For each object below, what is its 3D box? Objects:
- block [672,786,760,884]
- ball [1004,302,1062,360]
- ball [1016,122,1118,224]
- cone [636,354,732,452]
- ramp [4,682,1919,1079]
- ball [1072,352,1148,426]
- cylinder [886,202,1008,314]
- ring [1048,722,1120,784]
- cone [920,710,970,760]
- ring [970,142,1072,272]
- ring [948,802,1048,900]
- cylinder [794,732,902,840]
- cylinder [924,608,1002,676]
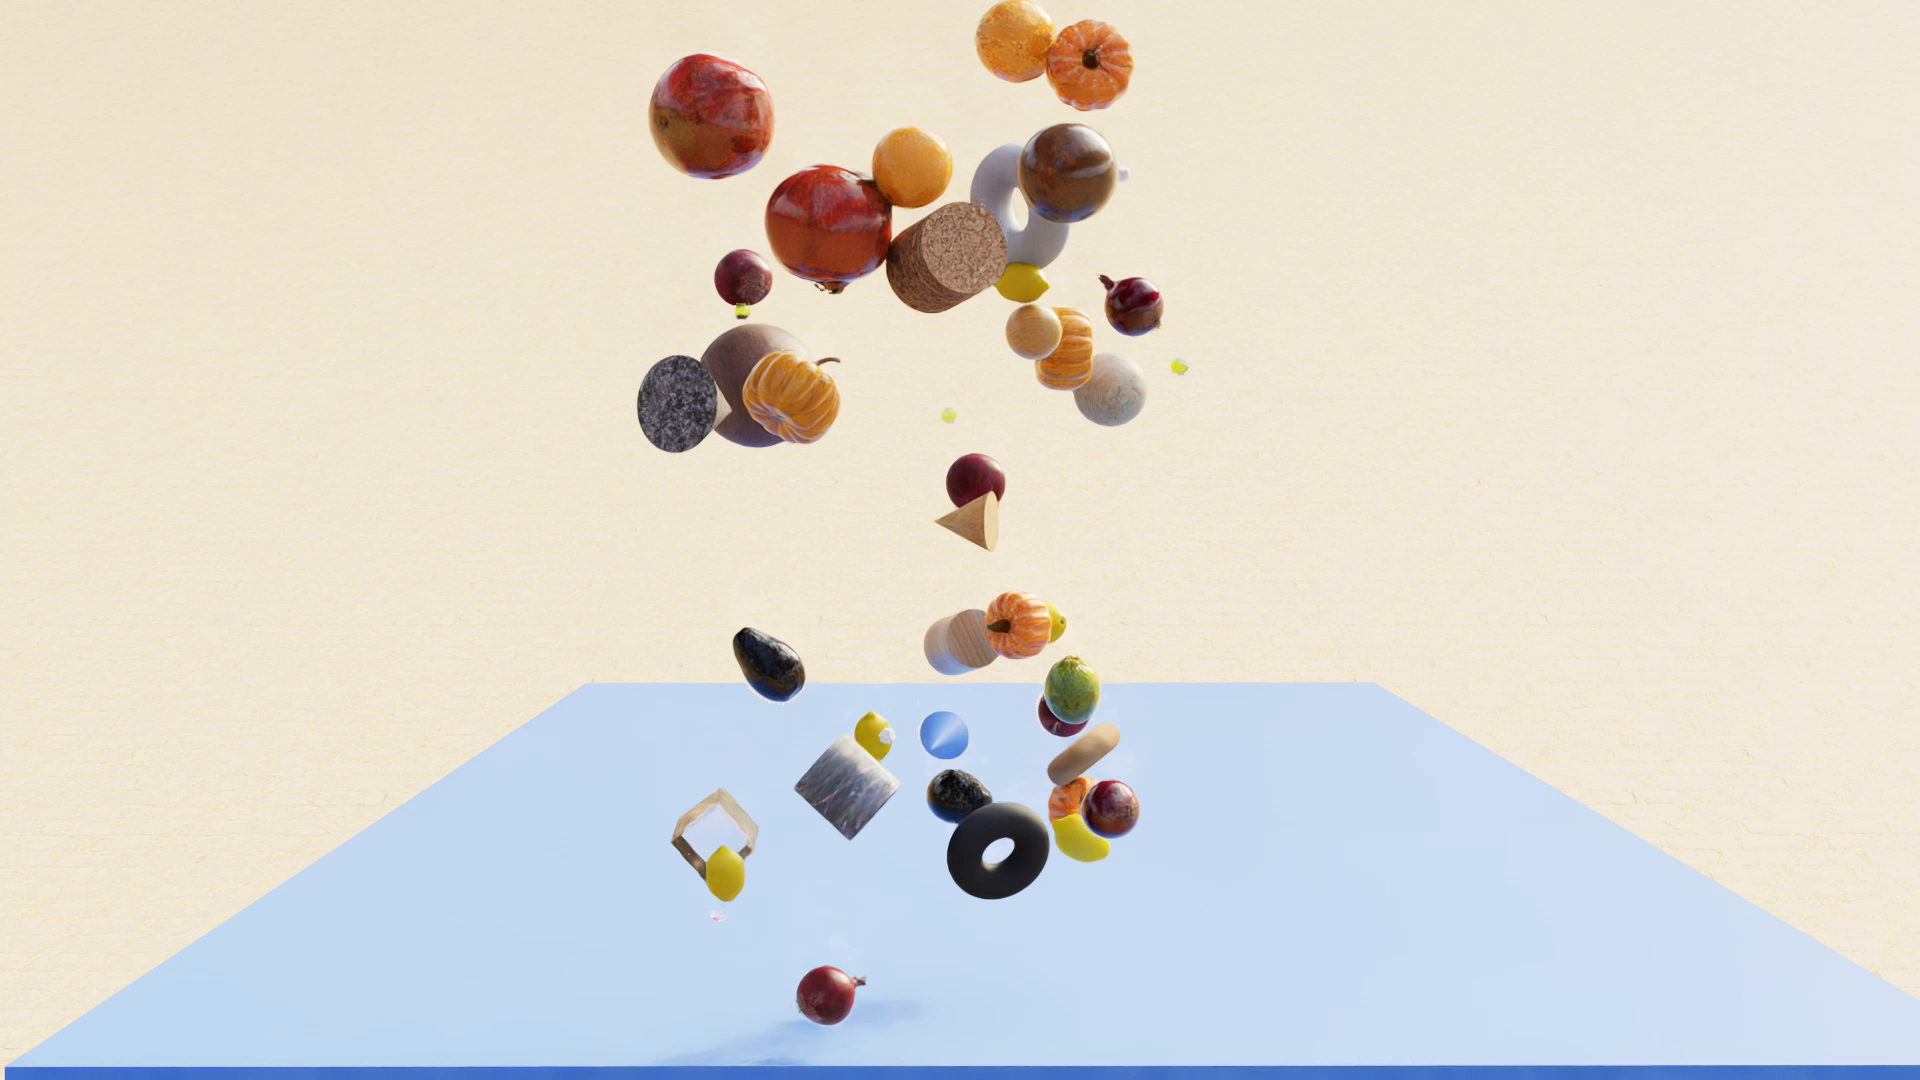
[{"bbox_3d":[-0.253,0.305,2.664,0.060,0.060,0.060,-37,14,12],"label":"block"},{"bbox_3d":[0.073,-0.206,2.543,0.056,0.056,0.056,0,24,0],"label":"ball"},{"bbox_3d":[0.101,-0.346,2.427,0.096,0.096,0.096,0,24,0],"label":"ball"},{"bbox_3d":[-0.241,-0.125,2.435,0.092,0.092,0.092,14,5,29],"label":"cone"},{"bbox_3d":[0.054,0.490,4.542,2.000,0.100,4.000,0,2,0],"label":"ramp"},{"bbox_3d":[0.162,-0.163,2.774,0.081,0.081,0.081,0,24,0],"label":"ball"},{"bbox_3d":[-0.013,-0.249,2.278,0.082,0.082,0.082,-12,-2,-25],"label":"cylinder"},{"bbox_3d":[0.143,0.247,2.981,0.033,0.098,0.098,52,39,4],"label":"ring"},{"bbox_3d":[-0.023,0.211,2.690,0.054,0.054,0.054,6,14,14],"label":"cone"},{"bbox_3d":[0.059,-0.327,2.537,0.043,0.128,0.128,-17,28,-39],"label":"ring"},{"bbox_3d":[0.039,0.311,2.573,0.108,0.108,0.036,-8,27,-17],"label":"ring"},{"bbox_3d":[-0.112,0.246,2.569,0.077,0.077,0.077,42,33,4],"label":"cylinder"},{"bbox_3d":[0.003,0.117,2.930,0.068,0.068,0.068,-13,-5,-27],"label":"cylinder"}]
